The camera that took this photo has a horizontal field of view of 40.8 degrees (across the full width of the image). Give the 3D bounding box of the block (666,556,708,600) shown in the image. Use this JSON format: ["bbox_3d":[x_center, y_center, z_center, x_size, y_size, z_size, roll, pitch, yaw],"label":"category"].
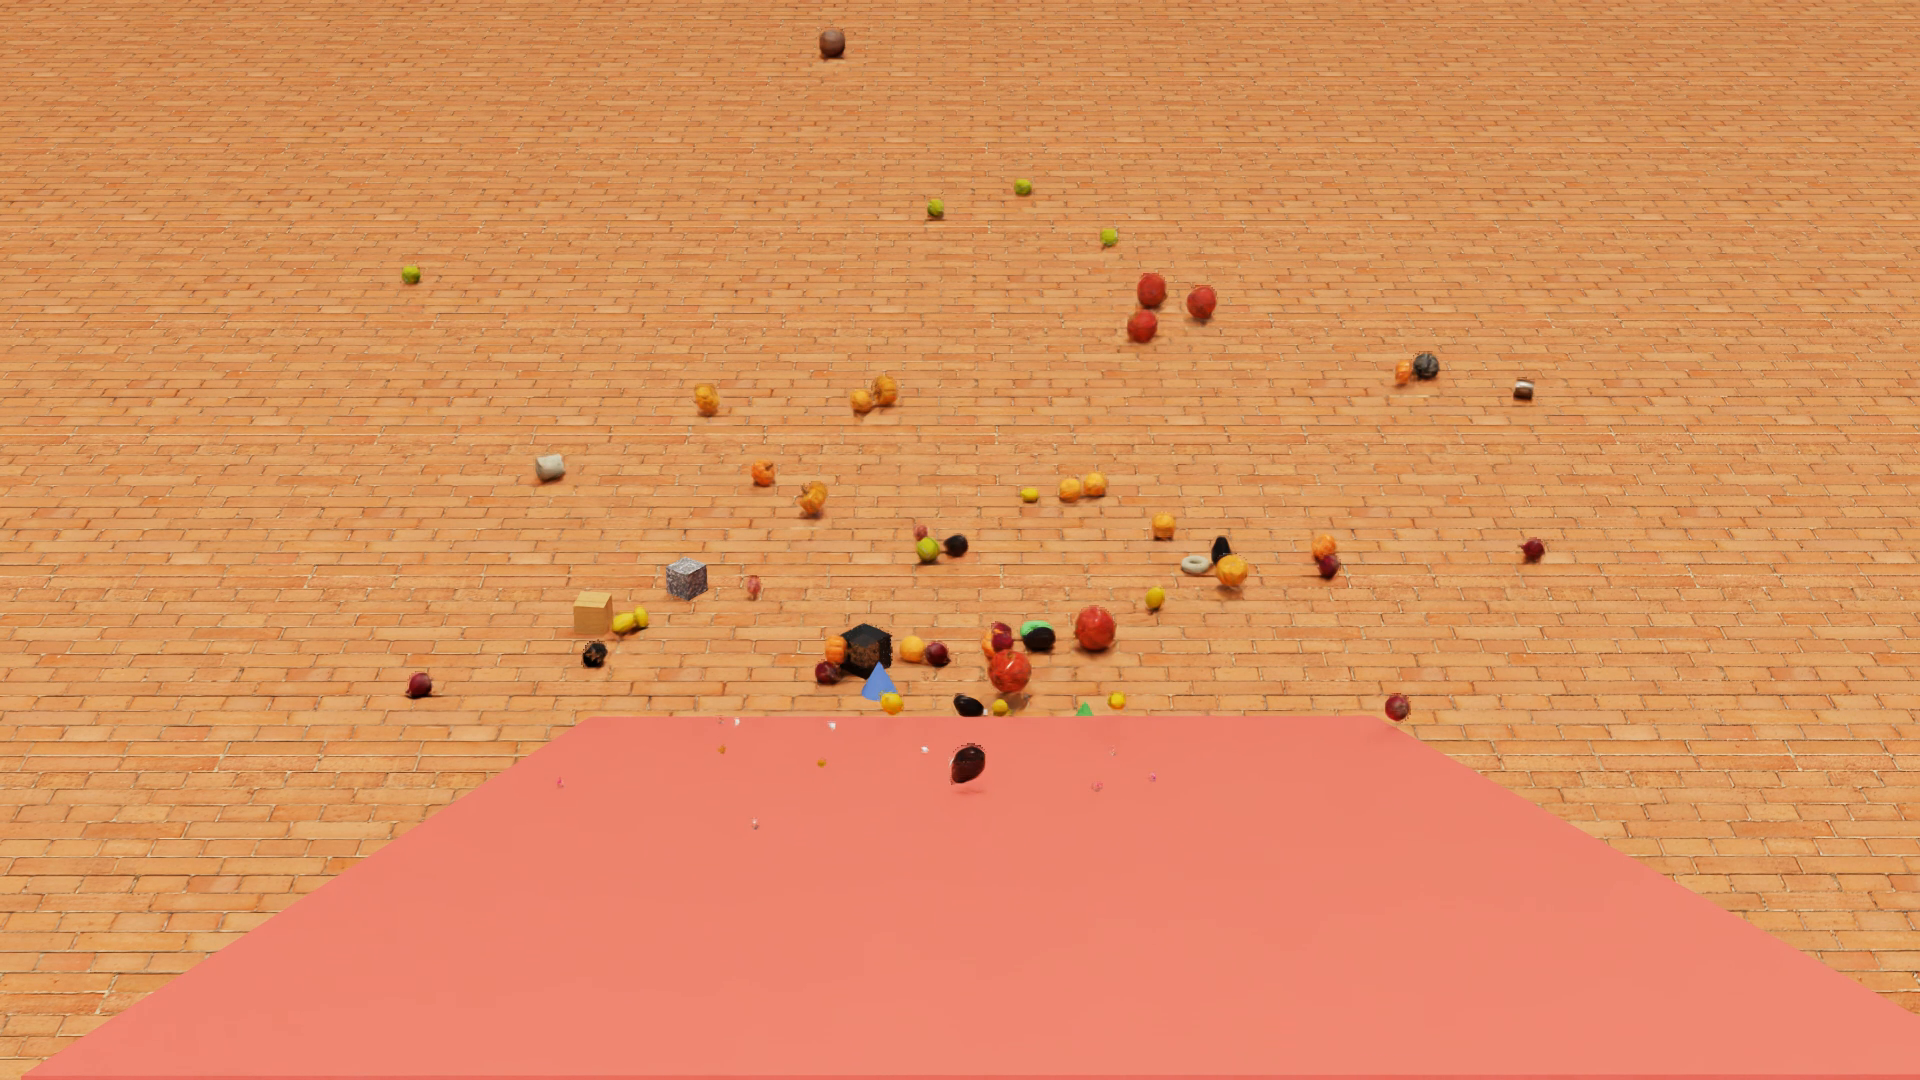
[{"bbox_3d":[-0.780,0.110,7.367,0.082,0.082,0.082,19,32,33],"label":"block"}]

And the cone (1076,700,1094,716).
[{"bbox_3d":[0.325,0.447,6.706,0.070,0.070,0.070,0,26,0],"label":"cone"}]

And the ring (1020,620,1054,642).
[{"bbox_3d":[0.212,0.253,7.140,0.094,0.031,0.094,1,27,-1],"label":"ring"}]

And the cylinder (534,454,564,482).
[{"bbox_3d":[-1.280,-0.226,8.050,0.072,0.072,0.072,-13,29,-22],"label":"cylinder"}]

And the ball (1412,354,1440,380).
[{"bbox_3d":[1.583,-0.590,8.765,0.089,0.089,0.089,0,26,0],"label":"ball"}]

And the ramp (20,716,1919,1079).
[{"bbox_3d":[0.060,0.542,4.578,2.000,0.100,4.000,0,1,0],"label":"ramp"}]

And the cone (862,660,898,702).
[{"bbox_3d":[-0.214,0.362,6.847,0.096,0.096,0.096,0,26,0],"label":"cone"}]

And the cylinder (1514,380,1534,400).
[{"bbox_3d":[1.886,-0.504,8.622,0.060,0.060,0.060,9,28,14],"label":"cylinder"}]

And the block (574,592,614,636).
[{"bbox_3d":[-1.019,0.204,7.175,0.087,0.087,0.087,3,27,7],"label":"block"}]

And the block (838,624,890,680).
[{"bbox_3d":[-0.257,0.300,6.969,0.099,0.099,0.099,21,34,36],"label":"block"}]

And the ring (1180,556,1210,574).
[{"bbox_3d":[0.685,0.072,7.506,0.086,0.029,0.086,-1,25,0],"label":"ring"}]
